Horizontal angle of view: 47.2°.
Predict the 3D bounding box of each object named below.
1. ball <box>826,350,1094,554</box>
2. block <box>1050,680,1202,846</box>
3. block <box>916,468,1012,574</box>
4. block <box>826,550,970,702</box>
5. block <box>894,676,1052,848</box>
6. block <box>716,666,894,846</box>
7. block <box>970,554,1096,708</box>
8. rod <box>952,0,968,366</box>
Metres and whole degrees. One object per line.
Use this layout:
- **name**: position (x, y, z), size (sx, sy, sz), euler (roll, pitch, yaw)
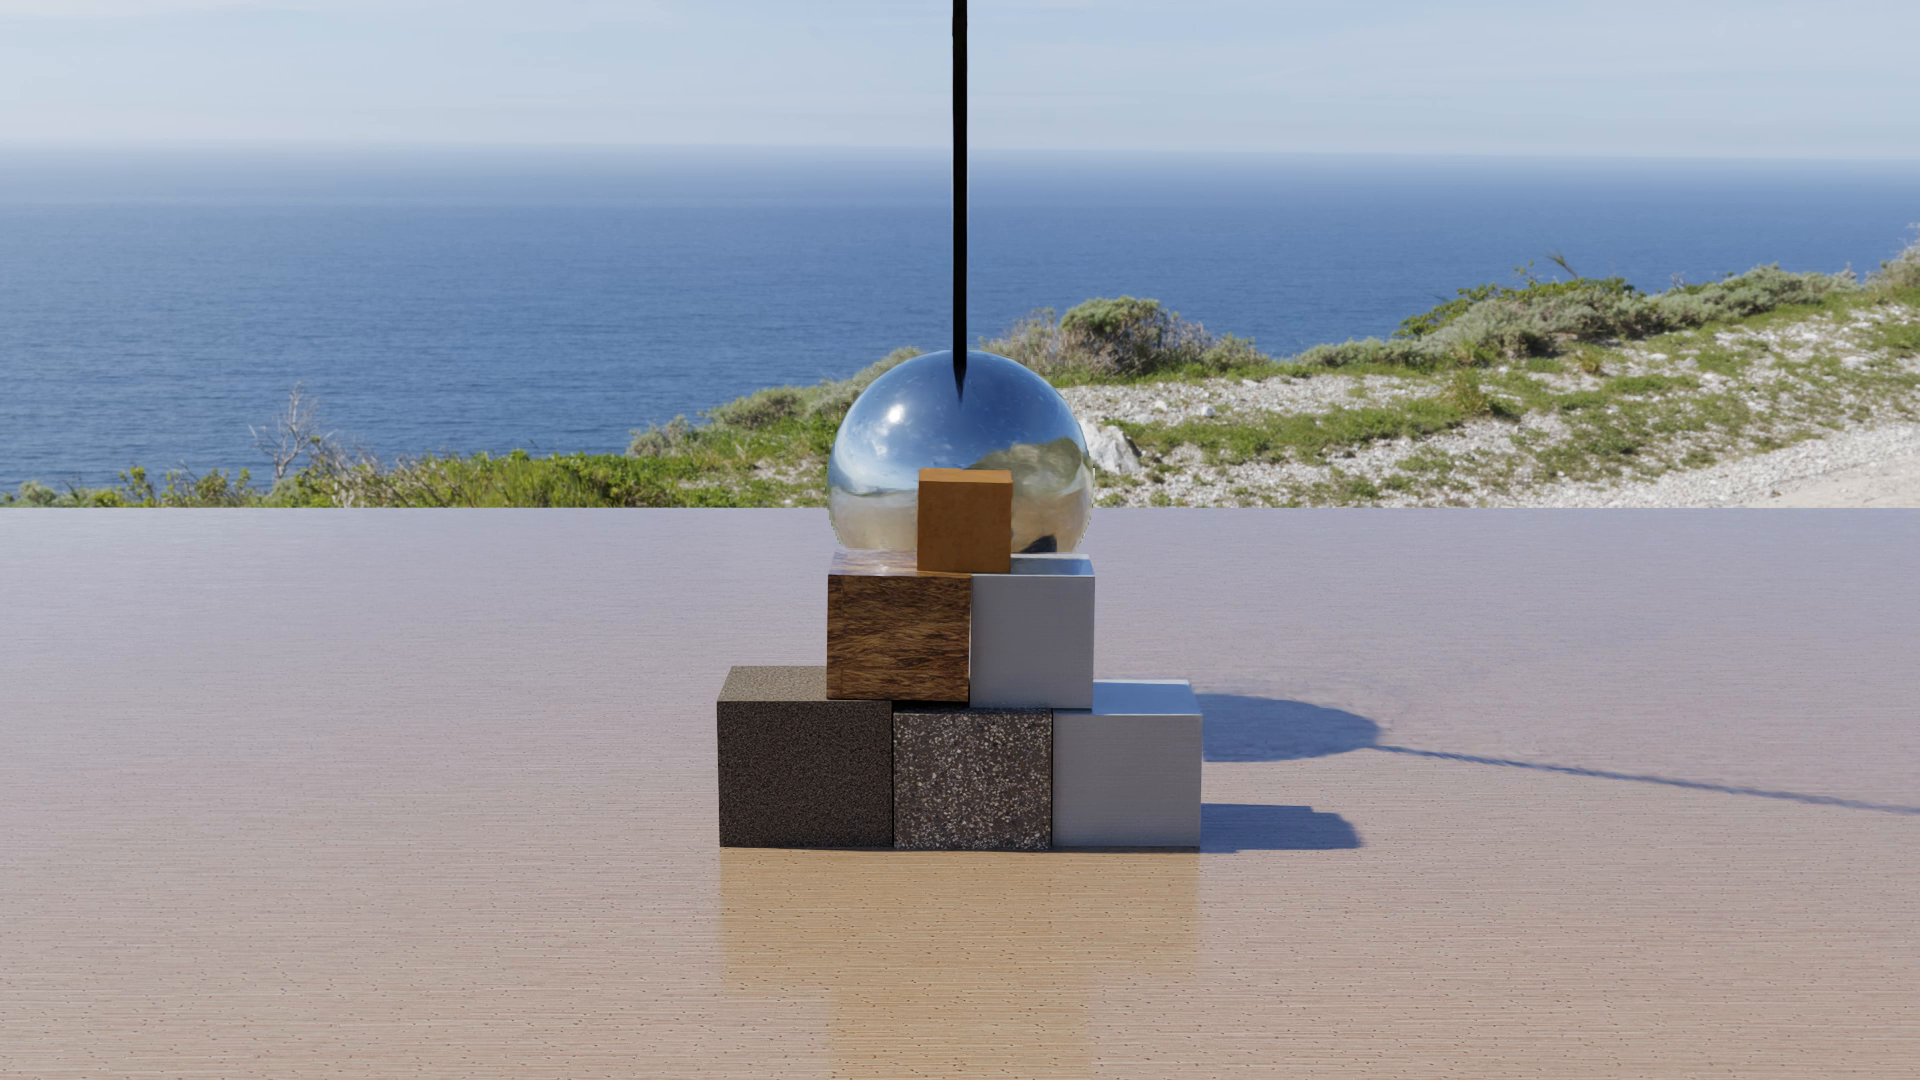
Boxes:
- **ball**: position (0.000, -0.346, 13.226), size (1.600, 1.600, 1.600), euler (0, 10, 0)
- **block**: position (0.837, 1.141, 11.388), size (0.746, 0.680, 0.737), euler (0, 10, 0)
- **block**: position (0.022, -0.102, 11.159), size (0.466, 0.455, 0.423), euler (1, 10, 0)
- **block**: position (-0.306, 0.426, 11.242), size (0.706, 0.629, 0.686), euler (1, 10, 0)
- **block**: position (0.062, 1.135, 11.379), size (0.785, 0.695, 0.815), euler (0, 10, 0)
- **block**: position (-0.775, 1.106, 11.369), size (0.869, 0.756, 0.749), euler (0, 10, 0)
- **block**: position (0.360, 0.457, 11.276), size (0.617, 0.675, 0.601), euler (0, 10, 0)
- **rod**: position (0.000, -3.274, 11.499), size (0.080, 5.200, 0.080), euler (0, 31, 0)
